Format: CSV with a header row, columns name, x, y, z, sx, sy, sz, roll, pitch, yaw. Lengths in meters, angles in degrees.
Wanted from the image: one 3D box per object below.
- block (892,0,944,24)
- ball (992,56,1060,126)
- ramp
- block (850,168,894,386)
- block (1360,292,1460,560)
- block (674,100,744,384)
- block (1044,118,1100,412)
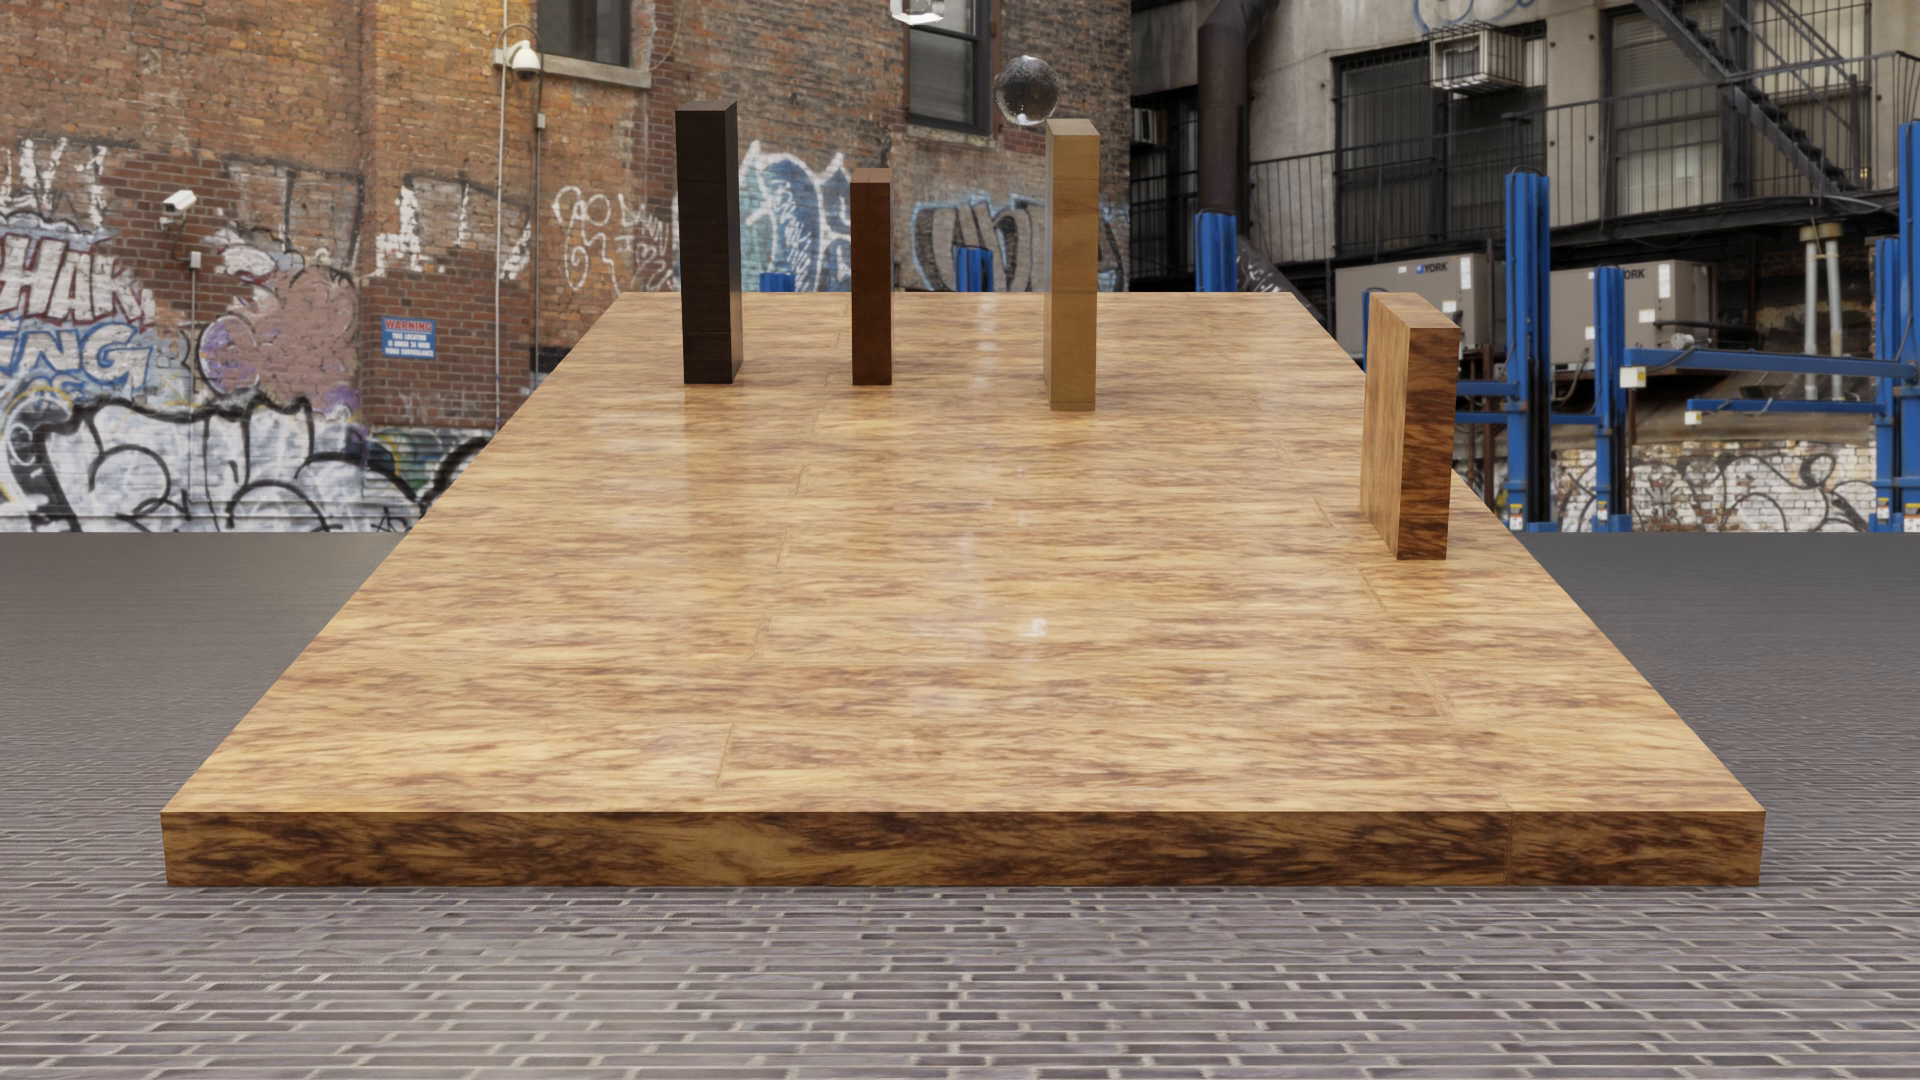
name,x,y,z,sx,sy,sz,roll,pitch,yaw
block,-0.123,-1.575,6.399,0.114,0.114,0.114,-2,-2,28
ball,0.193,-1.303,6.391,0.198,0.198,0.198,0,0,0
ramp,-0.002,-0.154,4.681,2.000,0.100,4.000,0,16,0
block,-0.211,-0.644,5.351,0.094,0.482,0.316,0,16,0
block,0.801,-0.212,3.950,0.085,0.408,0.371,0,16,0
block,-0.604,-0.725,5.336,0.115,0.645,0.297,0,16,0
block,0.255,-0.646,5.108,0.101,0.617,0.420,0,16,0
